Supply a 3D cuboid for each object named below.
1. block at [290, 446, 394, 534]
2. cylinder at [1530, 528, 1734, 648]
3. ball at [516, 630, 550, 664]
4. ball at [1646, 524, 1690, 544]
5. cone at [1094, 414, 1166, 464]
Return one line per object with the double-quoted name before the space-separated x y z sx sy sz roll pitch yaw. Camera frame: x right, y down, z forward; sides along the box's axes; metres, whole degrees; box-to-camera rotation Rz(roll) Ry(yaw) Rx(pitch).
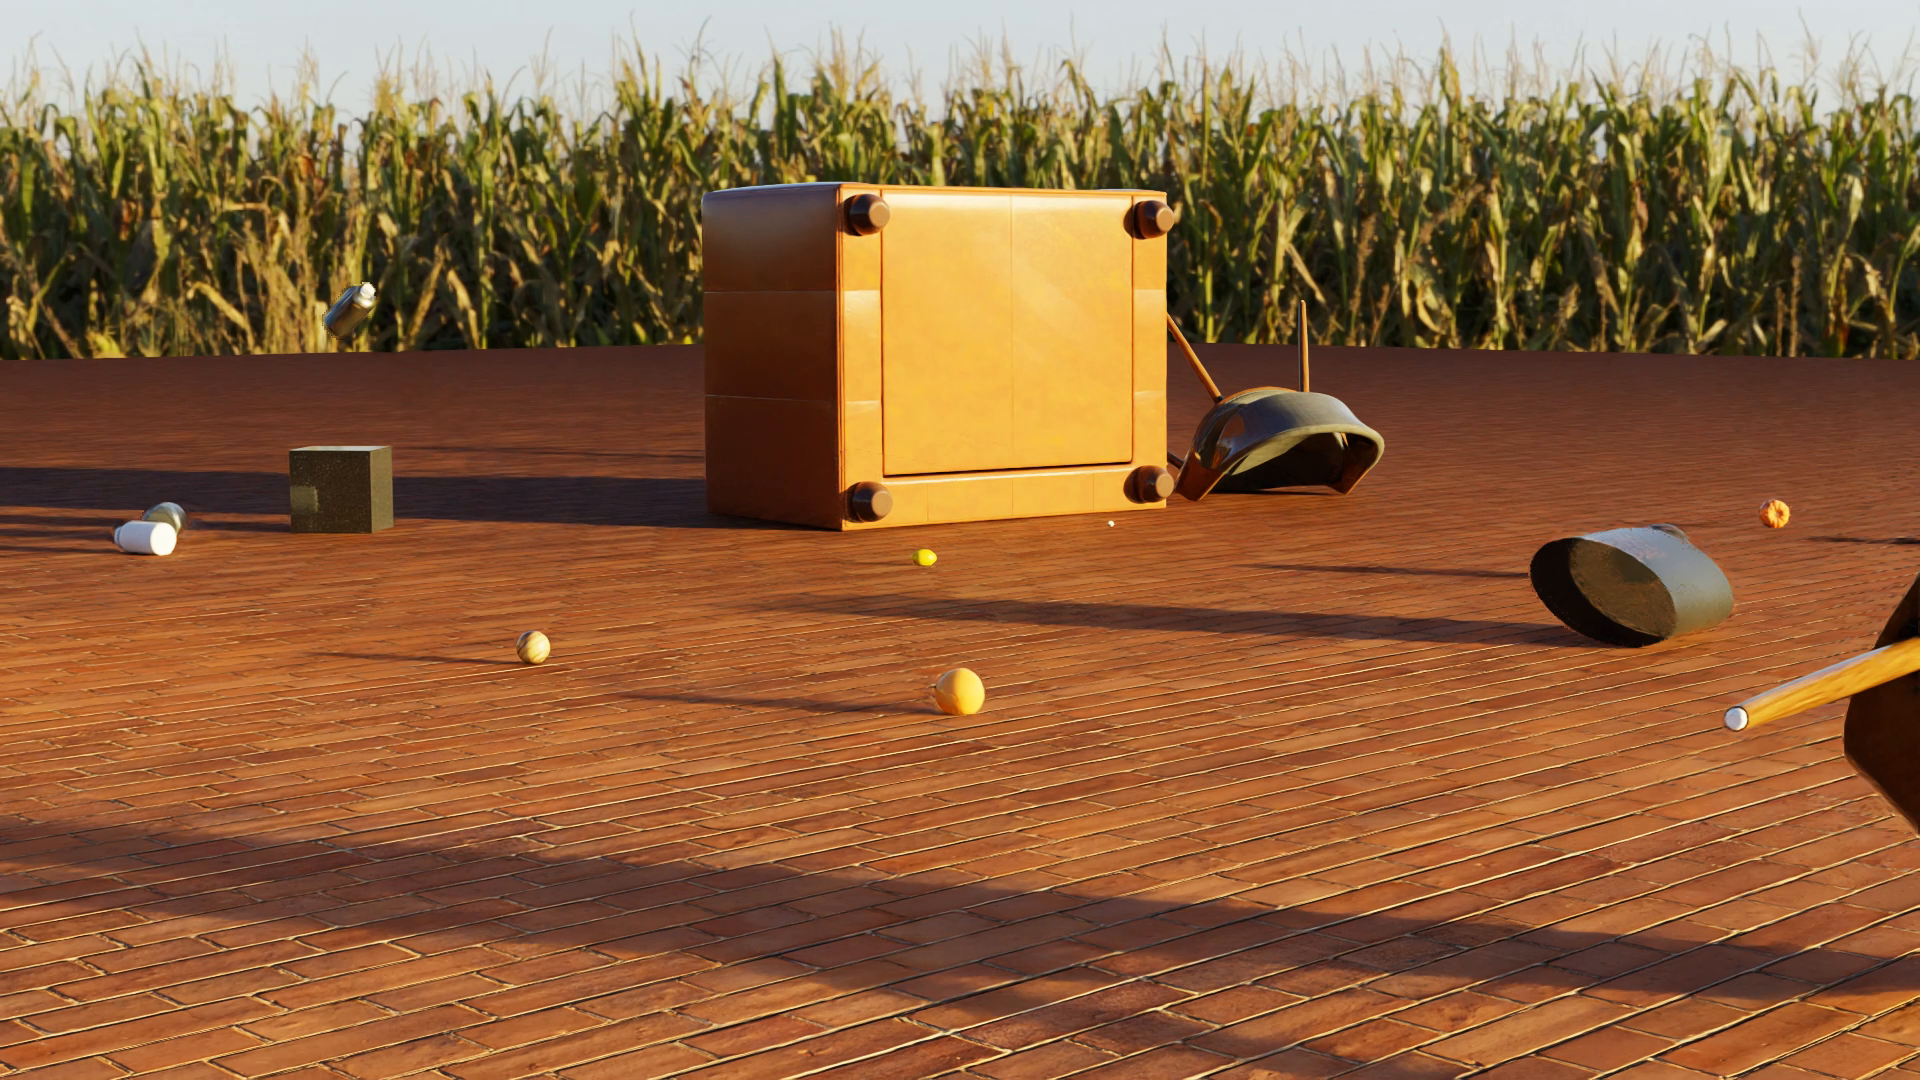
"block" -1.603 -0.132 6.656 0.212 0.213 0.181 0 6 5
"cylinder" 1.227 0.083 4.685 0.291 0.171 0.261 28 21 33
"ball" -0.726 0.183 4.361 0.057 0.057 0.057 0 6 0
"ball" 1.523 0.025 5.570 0.123 0.123 0.123 0 6 0
"cone" 0.614 -0.309 8.979 0.249 0.153 0.228 22 -31 8
